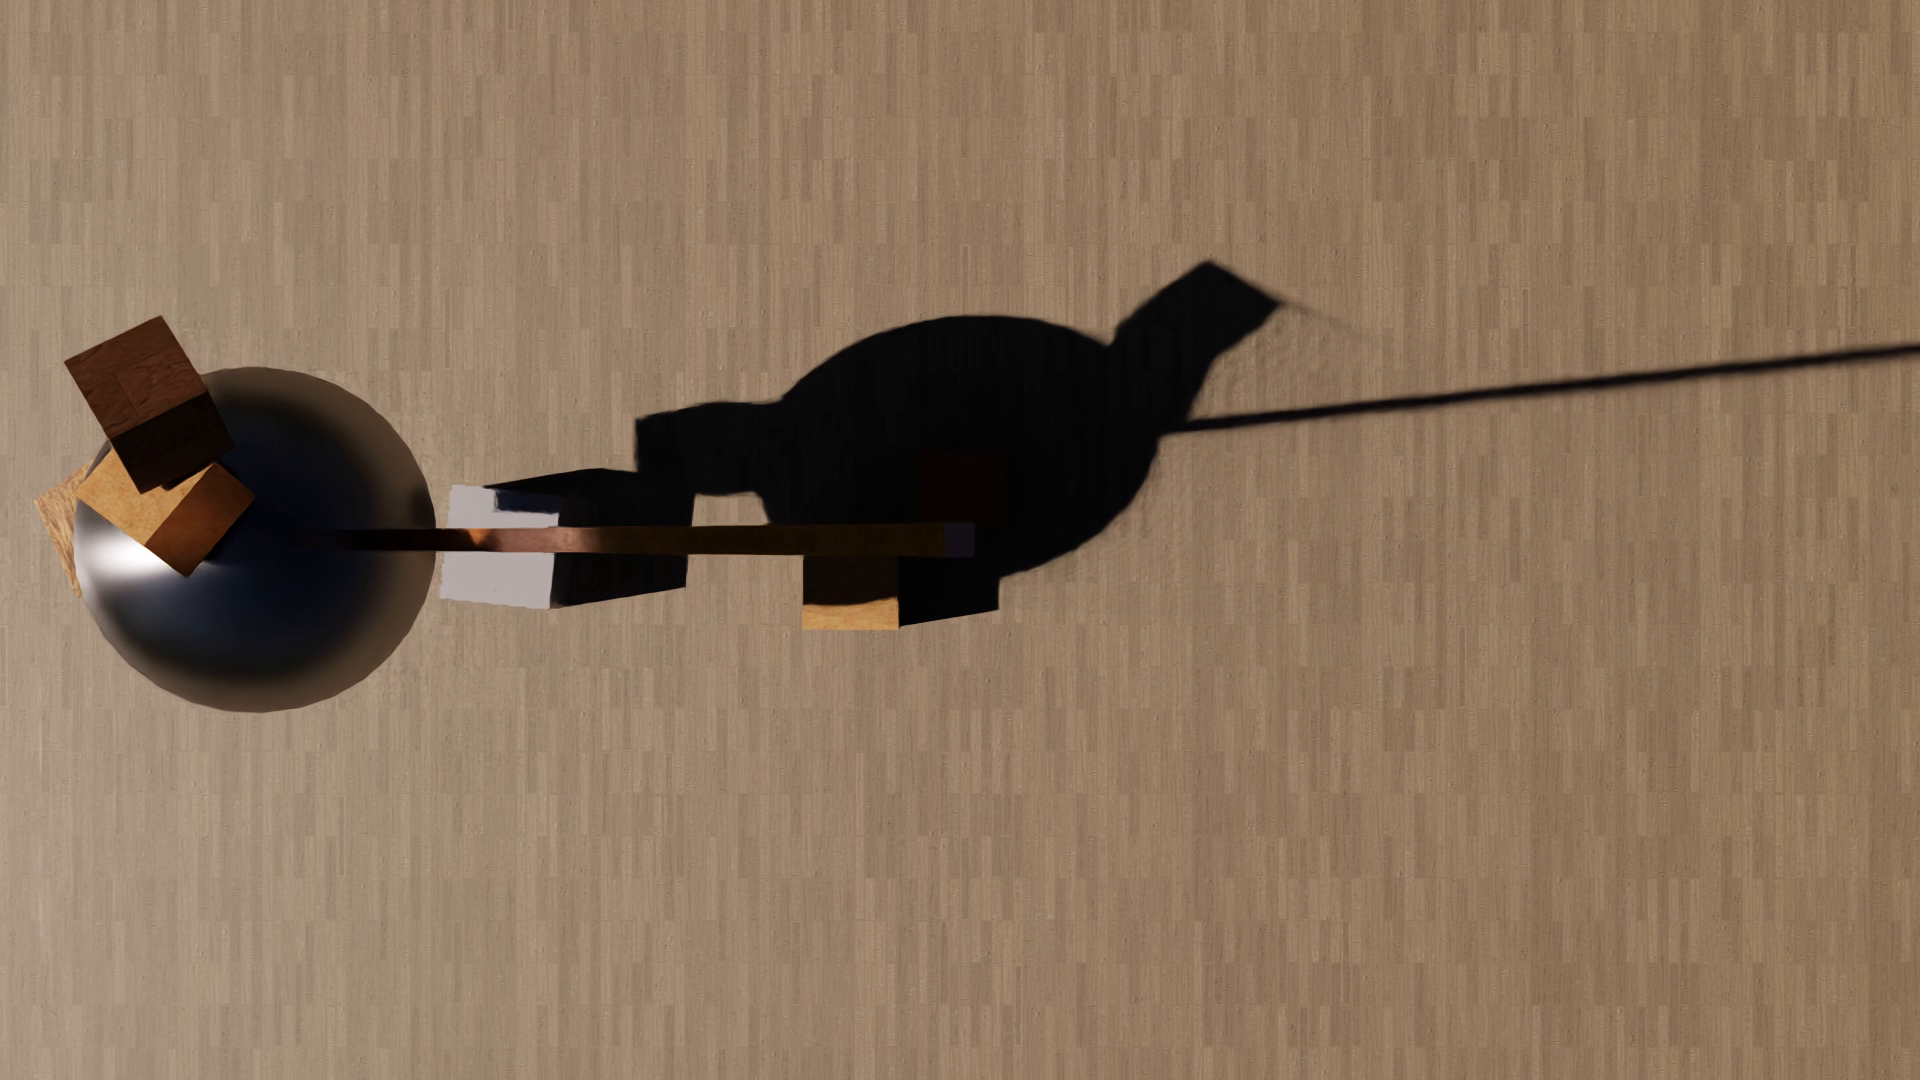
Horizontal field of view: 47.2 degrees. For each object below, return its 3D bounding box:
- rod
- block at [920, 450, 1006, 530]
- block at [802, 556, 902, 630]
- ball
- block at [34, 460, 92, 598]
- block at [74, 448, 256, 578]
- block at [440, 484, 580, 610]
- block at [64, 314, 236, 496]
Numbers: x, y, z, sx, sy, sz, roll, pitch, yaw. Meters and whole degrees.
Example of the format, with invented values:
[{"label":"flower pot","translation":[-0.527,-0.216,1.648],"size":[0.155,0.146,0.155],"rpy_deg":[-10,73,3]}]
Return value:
[{"label":"rod","translation":[-1.402,0.000,7.288],"size":[0.080,5.200,0.080],"rpy_deg":[0,90,-33]},{"label":"block","translation":[0.014,-0.287,12.766],"size":[0.494,0.469,0.449],"rpy_deg":[0,90,0]},{"label":"block","translation":[-0.620,0.227,12.742],"size":[0.544,0.516,0.564],"rpy_deg":[0,90,0]},{"label":"ball","translation":[-3.235,0.000,10.151],"size":[1.600,1.600,1.600],"rpy_deg":[0,90,0]},{"label":"block","translation":[-4.702,-0.135,12.529],"size":[0.704,0.645,0.604],"rpy_deg":[-24,90,38]},{"label":"block","translation":[-3.305,-0.187,9.160],"size":[0.417,0.386,0.446],"rpy_deg":[33,77,18]},{"label":"block","translation":[-2.590,0.039,12.693],"size":[0.620,0.615,0.645],"rpy_deg":[6,90,0]},{"label":"block","translation":[-3.262,-0.544,8.866],"size":[0.415,0.396,0.455],"rpy_deg":[-30,63,-18]}]
